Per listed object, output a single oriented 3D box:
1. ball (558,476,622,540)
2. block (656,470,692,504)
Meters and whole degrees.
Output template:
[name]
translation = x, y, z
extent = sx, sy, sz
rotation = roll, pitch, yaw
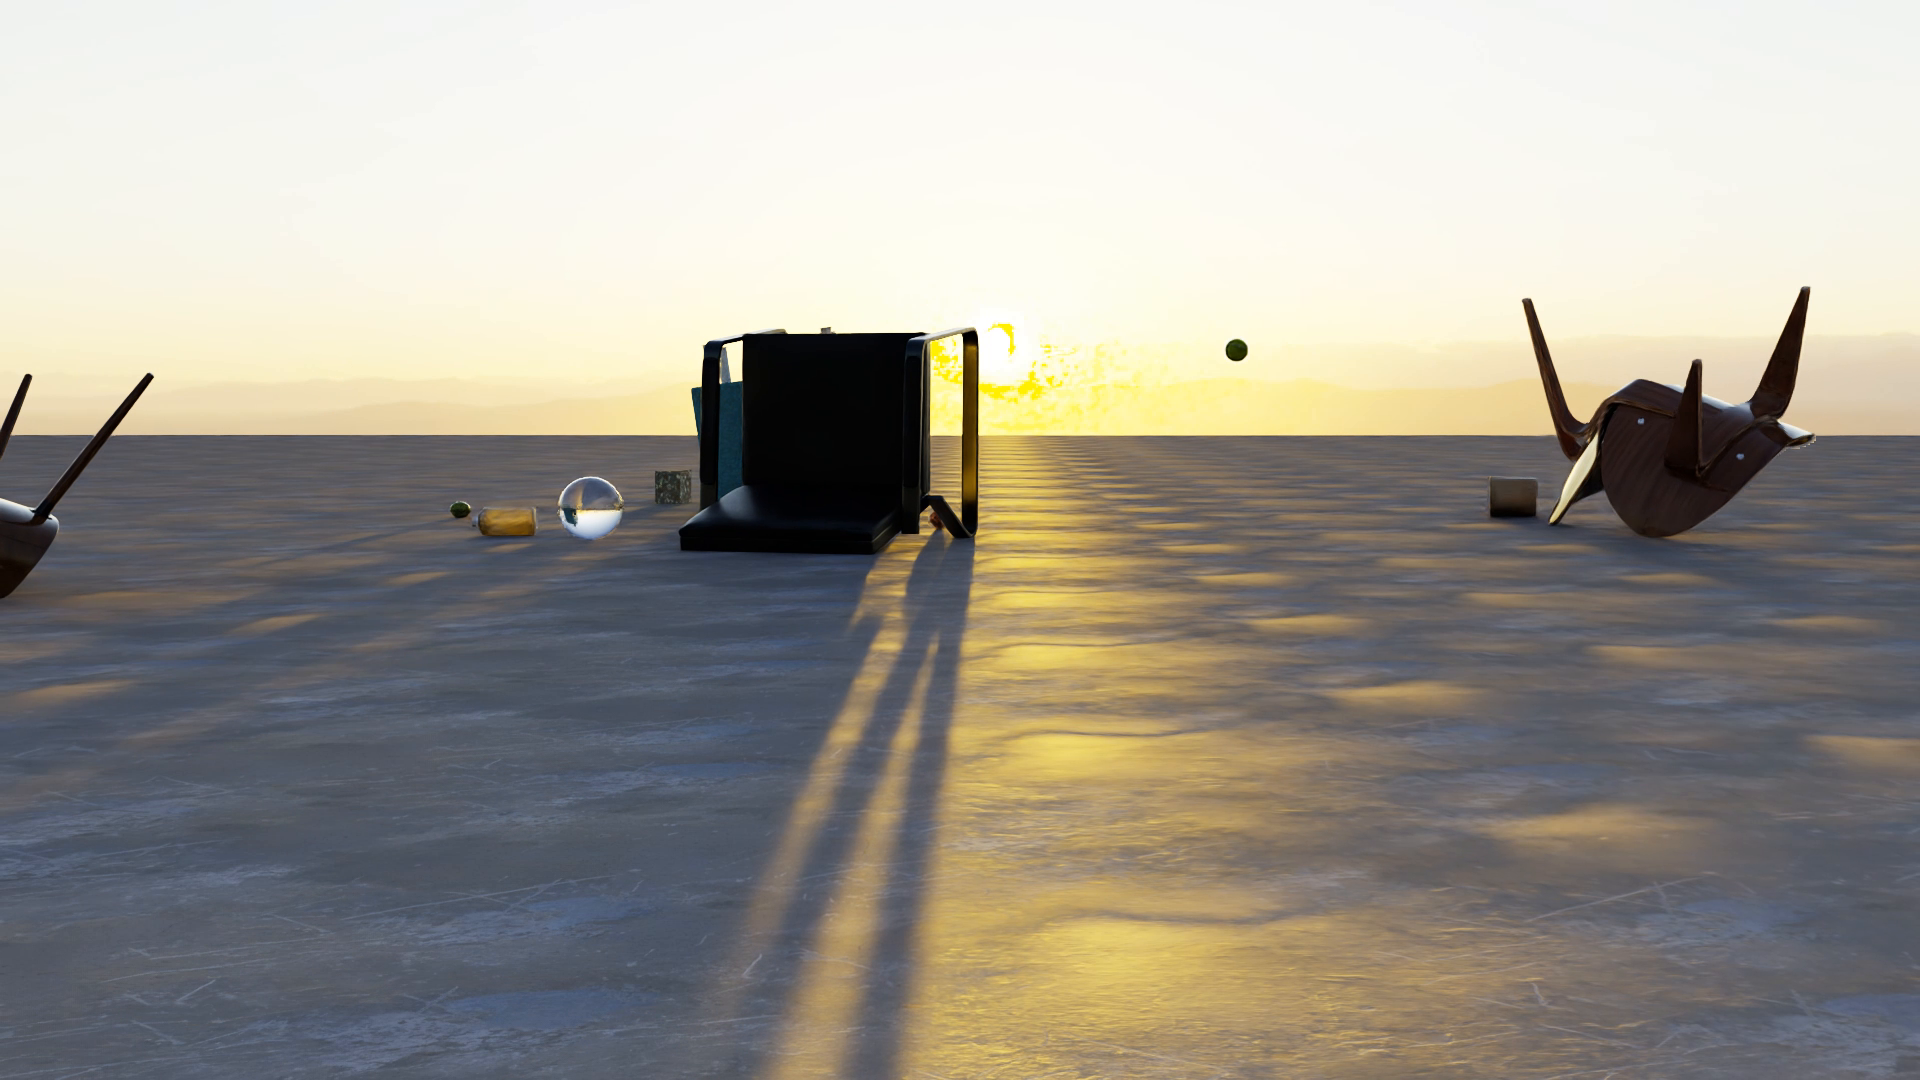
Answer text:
[ball]
translation = -1.097, -0.093, 6.526
extent = 0.188, 0.188, 0.188
rotation = 0, 4, 0
[block]
translation = -1.136, -0.213, 8.722
extent = 0.099, 0.127, 0.209
rotation = 0, 4, 5
